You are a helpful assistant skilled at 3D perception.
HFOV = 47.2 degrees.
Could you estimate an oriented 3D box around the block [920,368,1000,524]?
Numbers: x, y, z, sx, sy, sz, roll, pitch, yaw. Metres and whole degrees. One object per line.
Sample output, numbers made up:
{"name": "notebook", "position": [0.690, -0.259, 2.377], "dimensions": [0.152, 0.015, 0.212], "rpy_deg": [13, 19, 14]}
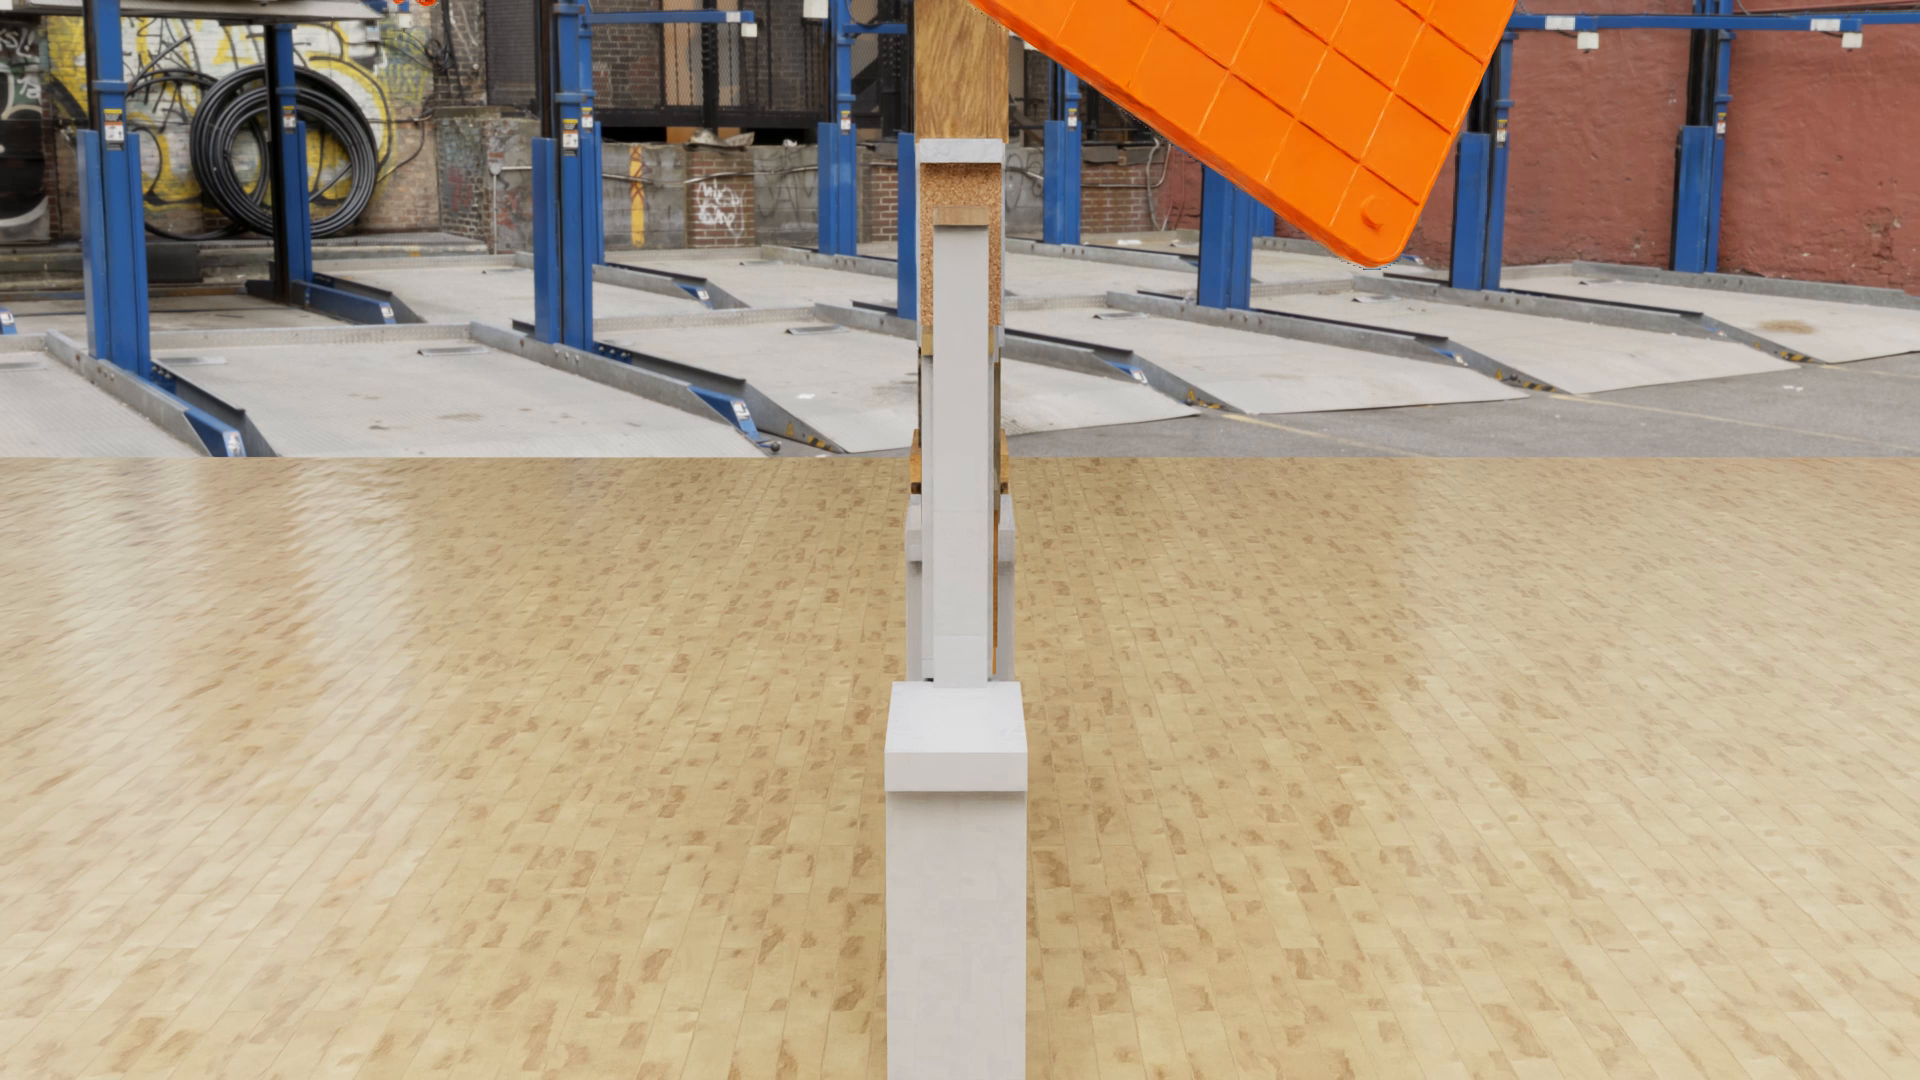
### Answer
{"name": "block", "position": [0.001, -0.147, 3.361], "dimensions": [0.121, 0.242, 0.034], "rpy_deg": [0, 10, 0]}

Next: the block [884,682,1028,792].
{"name": "block", "position": [-0.005, 0.250, 2.844], "dimensions": [0.174, 0.049, 0.348], "rpy_deg": [0, 11, 0]}

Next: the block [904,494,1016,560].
{"name": "block", "position": [0.001, -0.022, 3.482], "dimensions": [0.166, 0.047, 0.333], "rpy_deg": [0, 11, 0]}

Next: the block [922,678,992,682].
{"name": "block", "position": [-0.004, 0.278, 3.063], "dimensions": [0.096, 0.193, 0.027], "rpy_deg": [0, 11, 0]}

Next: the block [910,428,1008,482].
{"name": "block", "position": [-0.001, -0.148, 3.796], "dimensions": [0.163, 0.046, 0.326], "rpy_deg": [0, 10, 0]}

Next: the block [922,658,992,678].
{"name": "block", "position": [-0.004, 0.159, 3.106], "dimensions": [0.096, 0.027, 0.193], "rpy_deg": [0, 11, 0]}

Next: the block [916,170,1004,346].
{"name": "block", "position": [0.001, -0.418, 3.259], "dimensions": [0.130, 0.260, 0.037], "rpy_deg": [0, 11, 0]}

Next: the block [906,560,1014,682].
{"name": "block", "position": [0.000, 0.215, 3.413], "dimensions": [0.166, 0.395, 0.047], "rpy_deg": [0, 11, 0]}

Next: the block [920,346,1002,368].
{"name": "block", "position": [0.001, -0.297, 3.415], "dimensions": [0.121, 0.034, 0.242], "rpy_deg": [0, 11, 0]}

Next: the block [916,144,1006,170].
{"name": "block", "position": [0.001, -0.581, 3.321], "dimensions": [0.130, 0.037, 0.260], "rpy_deg": [0, 11, 0]}

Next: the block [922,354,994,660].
{"name": "block", "position": [-0.003, -0.045, 2.984], "dimensions": [0.096, 0.419, 0.027], "rpy_deg": [0, 11, 0]}

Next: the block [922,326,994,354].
{"name": "block", "position": [-0.003, -0.276, 3.007], "dimensions": [0.096, 0.027, 0.193], "rpy_deg": [0, 10, 0]}

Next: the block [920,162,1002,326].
{"name": "block", "position": [0.001, -0.409, 3.038], "dimensions": [0.111, 0.222, 0.031], "rpy_deg": [0, 11, 0]}

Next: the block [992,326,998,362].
{"name": "block", "position": [0.001, -0.403, 3.190], "dimensions": [0.111, 0.289, 0.031], "rpy_deg": [0, 11, 0]}

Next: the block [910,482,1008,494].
{"name": "block", "position": [0.000, 0.149, 3.742], "dimensions": [0.163, 0.518, 0.046], "rpy_deg": [0, 11, 0]}

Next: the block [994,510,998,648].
{"name": "block", "position": [0.003, 0.050, 3.073], "dimensions": [0.099, 0.198, 0.028], "rpy_deg": [0, 11, 0]}

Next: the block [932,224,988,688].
{"name": "block", "position": [0.001, -0.107, 2.929], "dimensions": [0.072, 0.622, 0.021], "rpy_deg": [0, 11, 0]}

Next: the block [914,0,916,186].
{"name": "block", "position": [-0.004, -0.778, 3.487], "dimensions": [0.138, 0.511, 0.039], "rpy_deg": [0, 11, -1]}

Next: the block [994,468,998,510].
{"name": "block", "position": [0.003, -0.073, 3.117], "dimensions": [0.099, 0.028, 0.198], "rpy_deg": [0, 11, 0]}

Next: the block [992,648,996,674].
{"name": "block", "position": [0.003, 0.062, 3.209], "dimensions": [0.099, 0.270, 0.028], "rpy_deg": [0, 11, 0]}

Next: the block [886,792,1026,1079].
{"name": "block", "position": [-0.005, 0.522, 2.776], "dimensions": [0.174, 0.460, 0.049], "rpy_deg": [0, 11, 0]}

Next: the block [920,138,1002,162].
{"name": "block", "position": [0.001, -0.546, 3.081], "dimensions": [0.111, 0.031, 0.222], "rpy_deg": [0, 11, 0]}

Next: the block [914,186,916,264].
{"name": "block", "position": [-0.004, -0.604, 3.668], "dimensions": [0.143, 0.285, 0.040], "rpy_deg": [0, 10, 0]}

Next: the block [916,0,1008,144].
{"name": "block", "position": [0.004, -0.718, 3.220], "dimensions": [0.135, 0.269, 0.038], "rpy_deg": [0, 11, 0]}

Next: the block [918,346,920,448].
{"name": "block", "position": [-0.004, -0.291, 3.706], "dimensions": [0.134, 0.268, 0.038], "rpy_deg": [0, 10, 0]}

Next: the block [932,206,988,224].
{"name": "block", "position": [0.001, -0.432, 2.918], "dimensions": [0.072, 0.021, 0.145], "rpy_deg": [0, 11, 0]}
